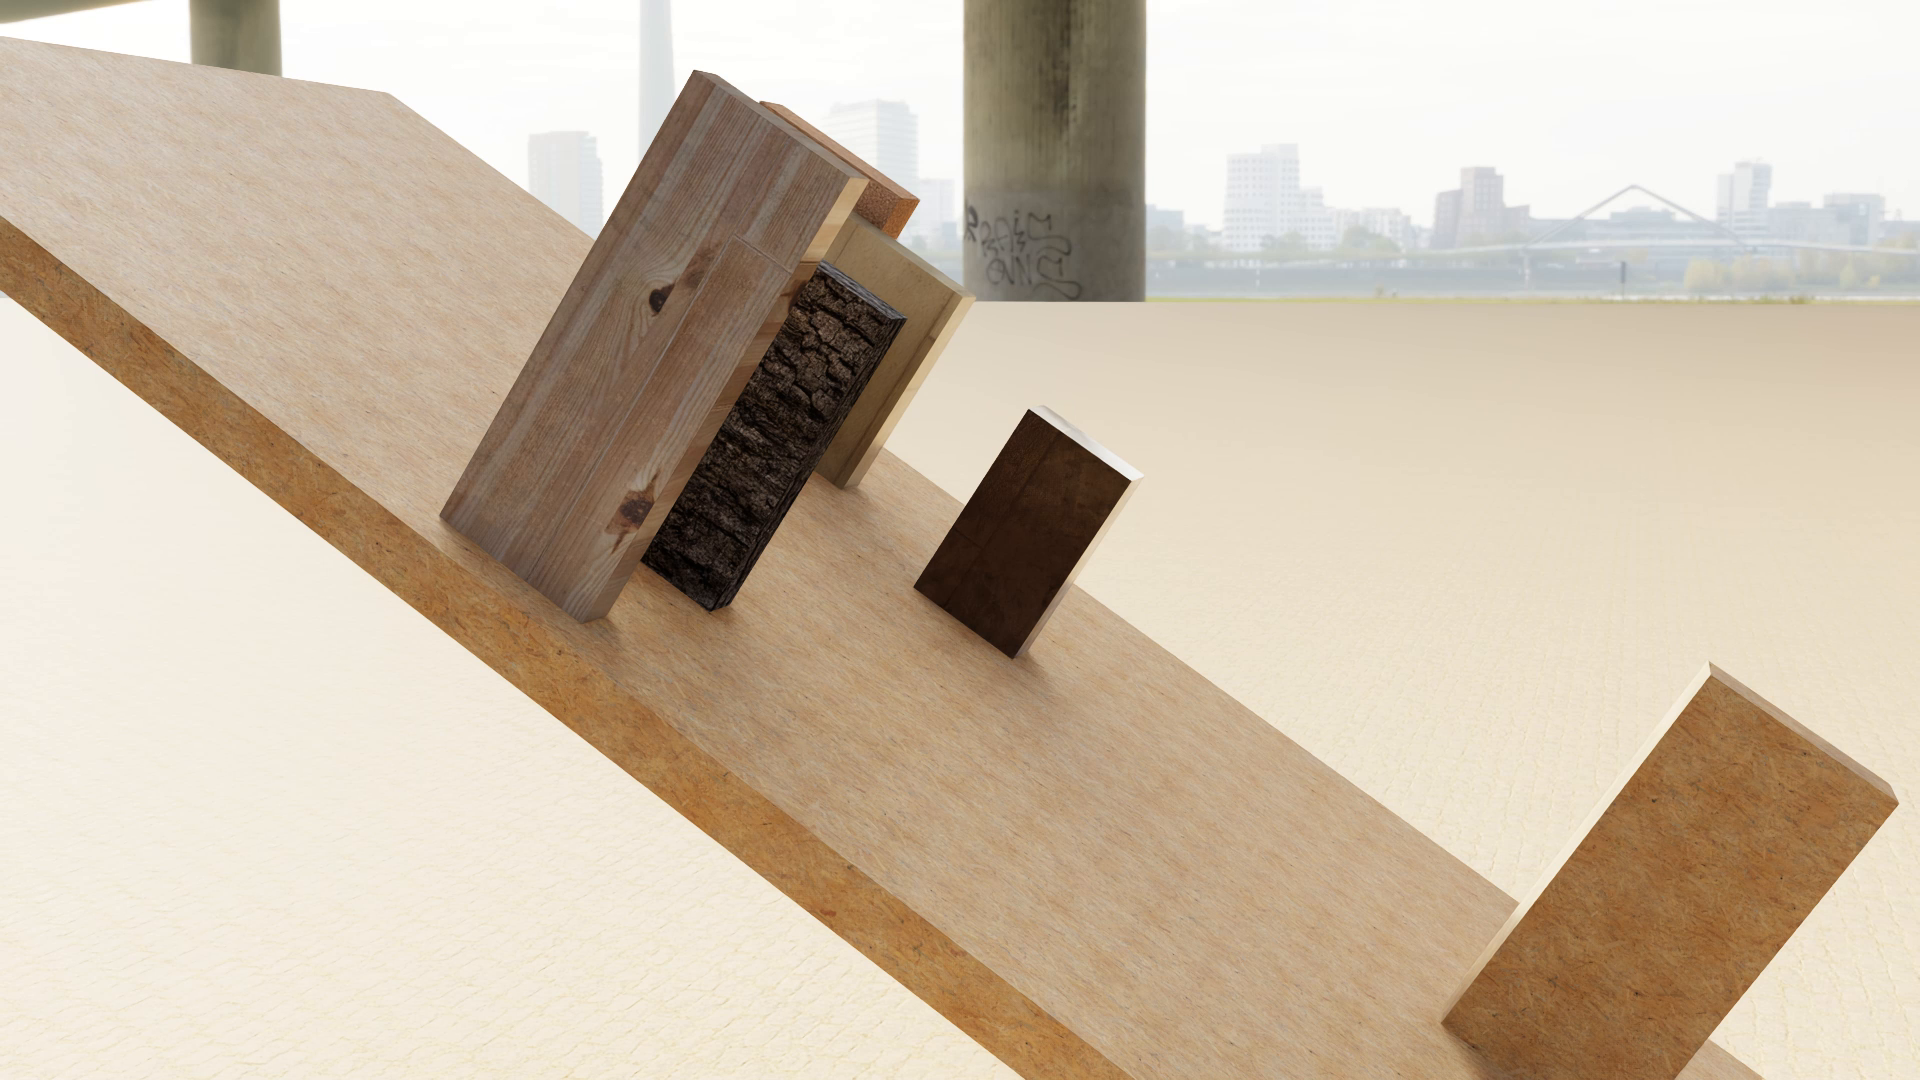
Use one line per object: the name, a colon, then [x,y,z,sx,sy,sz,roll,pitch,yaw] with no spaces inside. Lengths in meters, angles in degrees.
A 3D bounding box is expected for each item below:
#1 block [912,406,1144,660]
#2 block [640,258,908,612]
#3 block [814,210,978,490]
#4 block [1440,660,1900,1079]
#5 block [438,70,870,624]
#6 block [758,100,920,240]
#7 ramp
block: [0.134,-0.016,4.304,0.244,0.426,0.118,36,15,10]
block: [-0.357,-0.199,3.593,0.277,0.575,0.086,36,15,10]
block: [-0.264,-0.420,4.643,0.395,0.485,0.101,36,15,10]
block: [1.211,0.632,3.798,0.360,0.772,0.146,36,15,10]
block: [-0.458,-0.276,3.235,0.282,0.780,0.083,36,15,10]
block: [-0.404,-0.614,4.819,0.383,0.561,0.131,36,15,10]
ramp: [-0.123,0.208,4.097,4.000,0.100,2.000,36,15,10]
